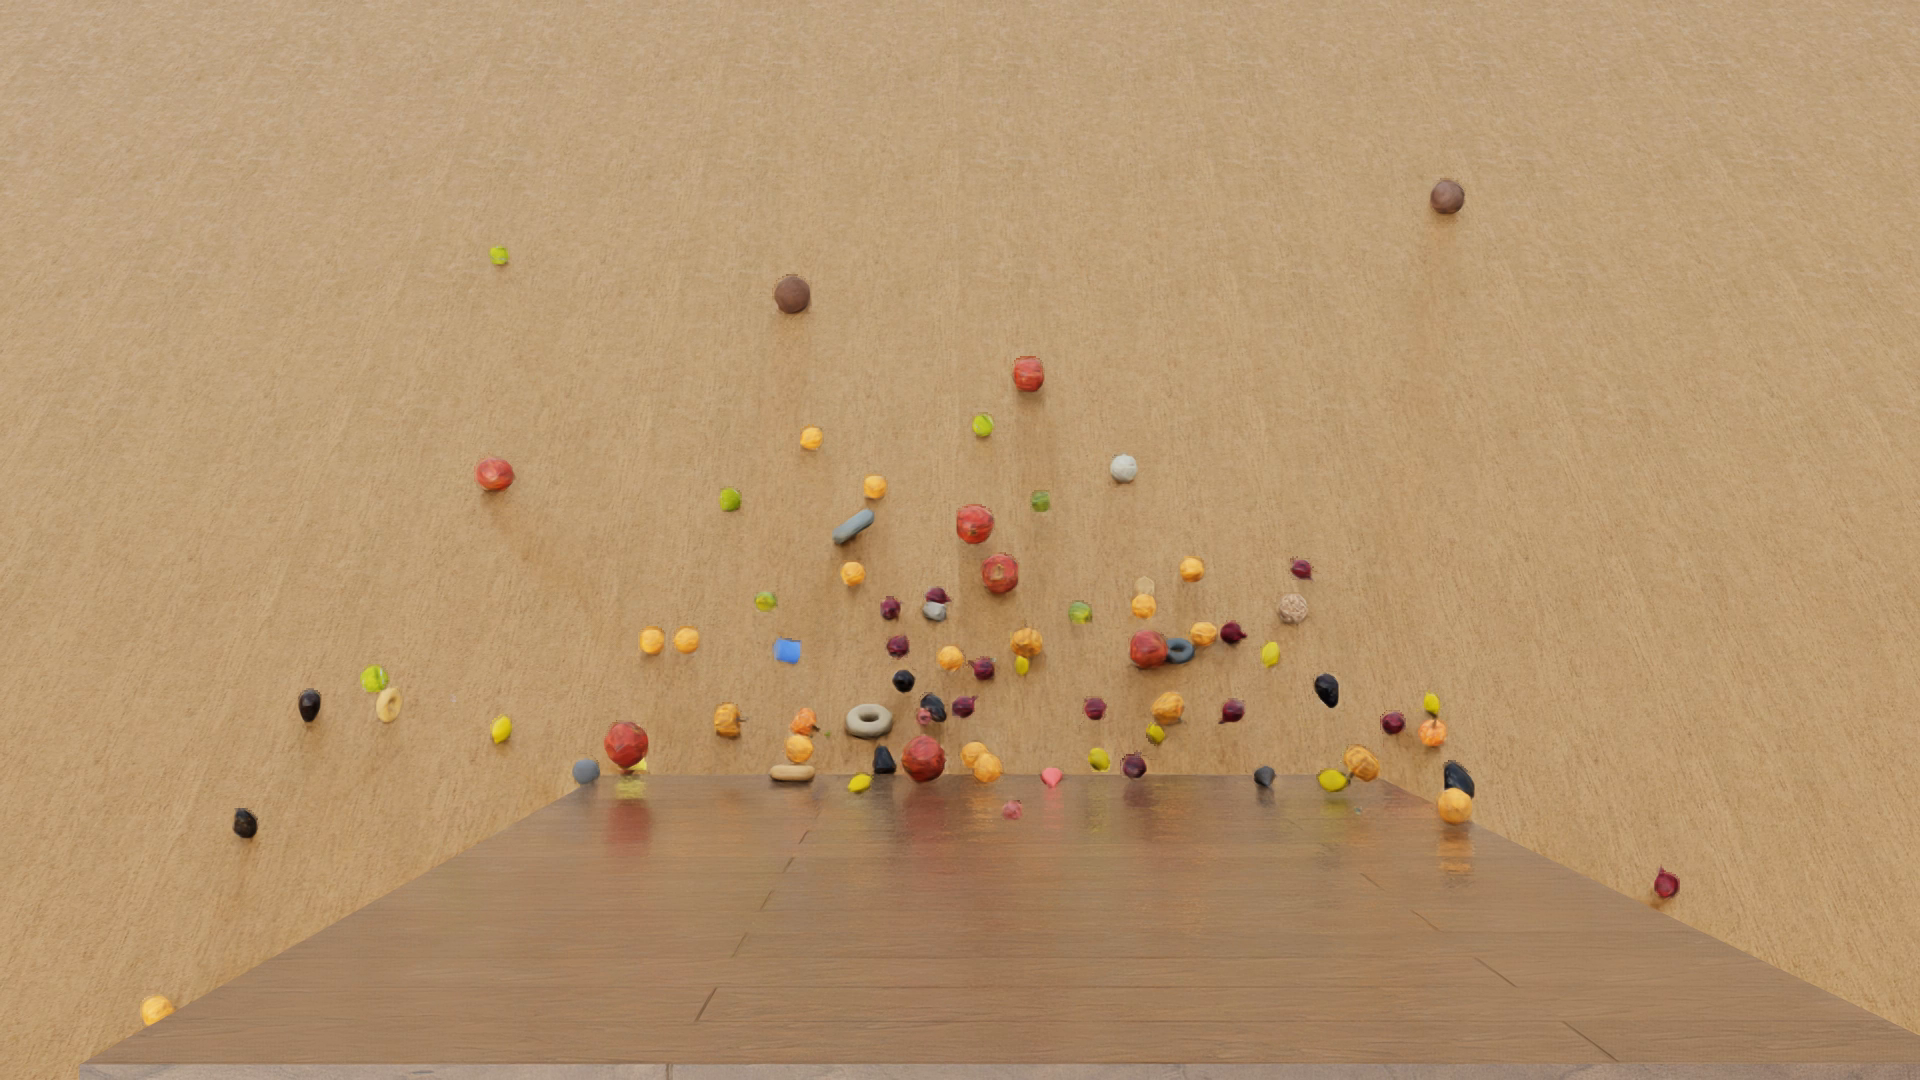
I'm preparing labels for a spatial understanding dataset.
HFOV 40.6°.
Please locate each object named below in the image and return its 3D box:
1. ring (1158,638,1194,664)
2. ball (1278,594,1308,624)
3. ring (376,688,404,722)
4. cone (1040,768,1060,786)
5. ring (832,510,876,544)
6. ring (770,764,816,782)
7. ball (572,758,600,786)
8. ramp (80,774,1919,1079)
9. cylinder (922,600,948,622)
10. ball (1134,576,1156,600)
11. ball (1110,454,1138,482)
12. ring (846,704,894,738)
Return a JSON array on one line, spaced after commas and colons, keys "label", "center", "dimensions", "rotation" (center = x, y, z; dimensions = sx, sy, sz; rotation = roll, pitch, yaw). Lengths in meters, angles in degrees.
[{"label": "ring", "center": [0.611, 0.313, 7.322], "dimensions": [0.104, 0.035, 0.104], "rotation": [1, 31, 0]}, {"label": "ball", "center": [0.957, 0.198, 7.453], "dimensions": [0.090, 0.090, 0.090], "rotation": [0, 32, 0]}, {"label": "ring", "center": [-1.552, 0.449, 7.049], "dimensions": [0.032, 0.095, 0.095], "rotation": [3, 30, 30]}, {"label": "cone", "center": [0.227, 0.592, 6.347], "dimensions": [0.052, 0.052, 0.052], "rotation": [-7, 11, -11]}, {"label": "ring", "center": [-0.321, -0.041, 7.804], "dimensions": [0.149, 0.050, 0.149], "rotation": [-34, 1, 1]}, {"label": "ring", "center": [-0.422, 0.588, 6.545], "dimensions": [0.114, 0.038, 0.114], "rotation": [0, -2, 0]}, {"label": "ball", "center": [-0.969, 0.602, 6.719], "dimensions": [0.070, 0.070, 0.070], "rotation": [0, 32, 0]}, {"label": "ramp", "center": [0.072, 0.631, 4.728], "dimensions": [2.000, 0.100, 4.000], "rotation": [0, -1, 0]}, {"label": "cylinder", "center": [-0.072, 0.206, 7.474], "dimensions": [0.052, 0.052, 0.052], "rotation": [13, 34, 27]}, {"label": "ball", "center": [0.538, 0.140, 7.567], "dimensions": [0.066, 0.066, 0.066], "rotation": [0, 32, 0]}, {"label": "ball", "center": [0.514, -0.224, 8.123], "dimensions": [0.087, 0.087, 0.087], "rotation": [0, 32, 0]}, {"label": "ring", "center": [-0.246, 0.491, 7.033], "dimensions": [0.130, 0.043, 0.130], "rotation": [-1, 31, 0]}]
